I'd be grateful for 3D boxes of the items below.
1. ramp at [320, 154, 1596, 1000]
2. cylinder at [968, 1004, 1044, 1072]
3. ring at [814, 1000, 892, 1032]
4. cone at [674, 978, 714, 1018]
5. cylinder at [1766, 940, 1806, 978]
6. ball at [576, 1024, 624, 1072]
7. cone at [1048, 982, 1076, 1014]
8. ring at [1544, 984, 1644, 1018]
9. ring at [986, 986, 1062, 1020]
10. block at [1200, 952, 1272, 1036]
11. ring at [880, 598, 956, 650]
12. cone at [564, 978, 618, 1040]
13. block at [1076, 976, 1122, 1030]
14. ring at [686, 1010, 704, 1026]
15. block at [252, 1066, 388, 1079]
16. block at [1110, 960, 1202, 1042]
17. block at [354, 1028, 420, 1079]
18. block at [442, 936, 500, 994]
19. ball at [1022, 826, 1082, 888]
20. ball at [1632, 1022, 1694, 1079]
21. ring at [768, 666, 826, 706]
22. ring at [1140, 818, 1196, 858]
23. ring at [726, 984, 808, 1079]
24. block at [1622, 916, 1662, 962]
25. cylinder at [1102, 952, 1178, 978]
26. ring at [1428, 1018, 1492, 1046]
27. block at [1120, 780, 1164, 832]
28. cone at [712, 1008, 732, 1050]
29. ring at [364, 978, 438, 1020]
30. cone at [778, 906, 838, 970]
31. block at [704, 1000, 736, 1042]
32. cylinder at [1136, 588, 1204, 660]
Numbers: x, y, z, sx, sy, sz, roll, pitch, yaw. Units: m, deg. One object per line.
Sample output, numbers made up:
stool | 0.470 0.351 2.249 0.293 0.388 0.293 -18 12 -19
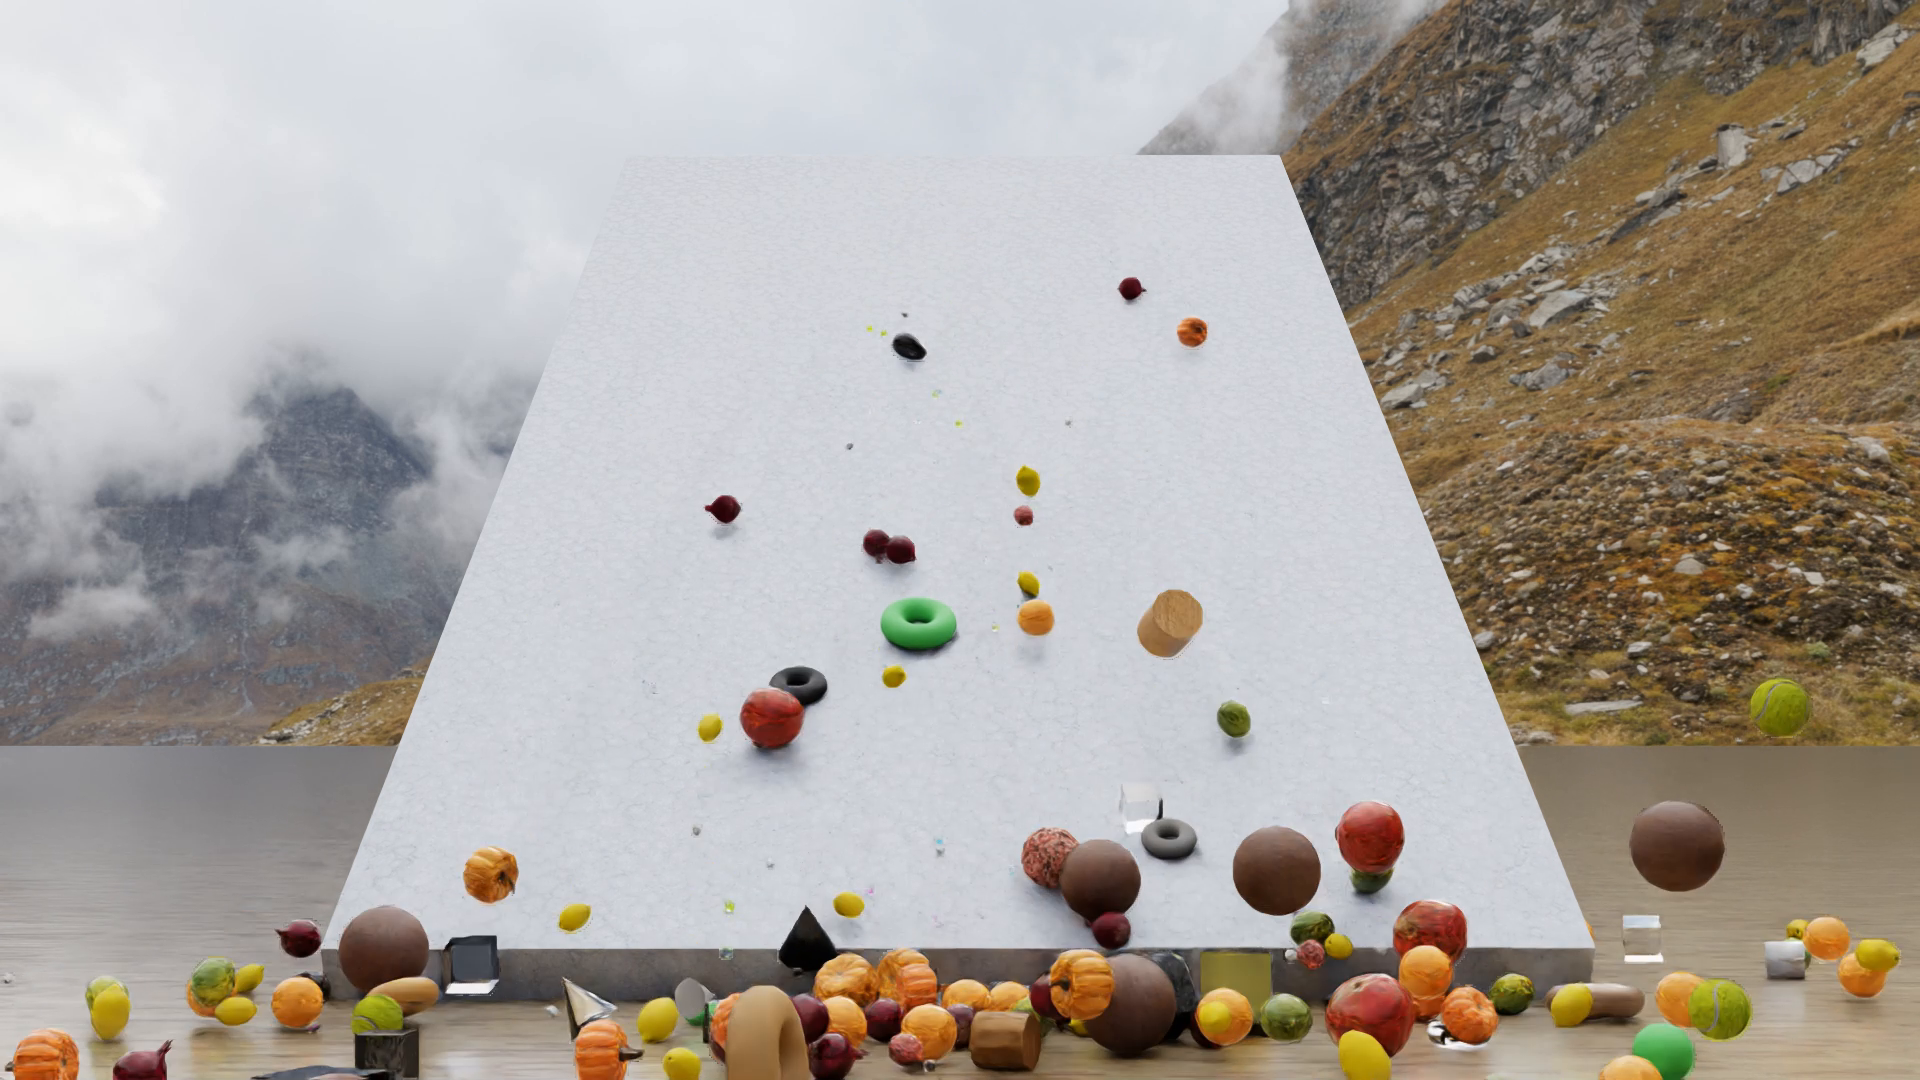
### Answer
ramp | -0.011 -0.226 5.523 2.000 0.100 4.000 0 27 0
cylinder | 0.057 0.628 2.978 0.070 0.070 0.070 13 2 29
ring | -0.154 0.678 3.379 0.112 0.037 0.112 1 -5 0
cone | -0.366 0.650 3.376 0.056 0.056 0.056 -3 -7 34
cylinder | 1.426 0.725 4.100 0.063 0.063 0.063 -2 -5 18
ball | -0.446 0.631 2.948 0.058 0.058 0.058 0 -5 0
cone | 0.153 0.676 3.558 0.054 0.054 0.054 25 -10 -10
ring | 0.938 0.681 3.509 0.144 0.048 0.144 -1 -9 0
ring | 0.094 0.680 3.485 0.114 0.038 0.114 8 -9 1
block | 0.382 0.627 3.273 0.096 0.096 0.096 1 -21 8
ring | -0.081 0.161 4.601 0.149 0.050 0.149 1 31 -1
cone | -0.488 0.591 3.039 0.072 0.072 0.072 -35 -5 -3
block | 0.211 0.666 3.411 0.067 0.067 0.067 2 -5 -23
ring | -0.356 0.688 3.443 0.087 0.029 0.087 0 -4 0
block | -0.616 0.559 2.280 0.091 0.091 0.091 -2 -5 24
block | 0.268 0.631 3.251 0.079 0.079 0.079 2 -39 -26
block | -0.692 0.624 2.866 0.059 0.059 0.059 -1 -5 6
block | -0.711 0.618 3.447 0.065 0.065 0.065 3 -28 -24
ball | 0.149 0.515 3.857 0.098 0.098 0.098 0 -5 0
ball | 0.844 0.617 2.851 0.072 0.072 0.072 0 -5 0
ring | -0.301 0.271 4.402 0.108 0.036 0.108 -1 28 1
ring | 0.349 0.498 3.966 0.093 0.031 0.093 0 28 0
ring | -0.178 0.485 2.195 0.049 0.146 0.146 -8 -6 10
block | 1.216 0.711 4.228 0.064 0.064 0.064 -3 9 16
cylinder | 0.270 0.657 3.487 0.091 0.091 0.091 -3 -3 -24
ring | 0.679 0.669 3.228 0.087 0.029 0.087 -1 -2 0
block | 0.307 0.452 4.023 0.061 0.061 0.061 -3 27 -7
cone | -0.307 0.654 3.180 0.052 0.052 0.052 0 -5 0
ring | -0.803 0.659 3.412 0.108 0.036 0.108 -15 -23 -7
cone | -0.237 0.605 3.687 0.092 0.092 0.092 0 27 0
block | -0.320 0.661 3.255 0.052 0.052 0.052 -1 -5 8
cylinder | 0.380 0.151 4.292 0.095 0.095 0.095 2 -33 -21
